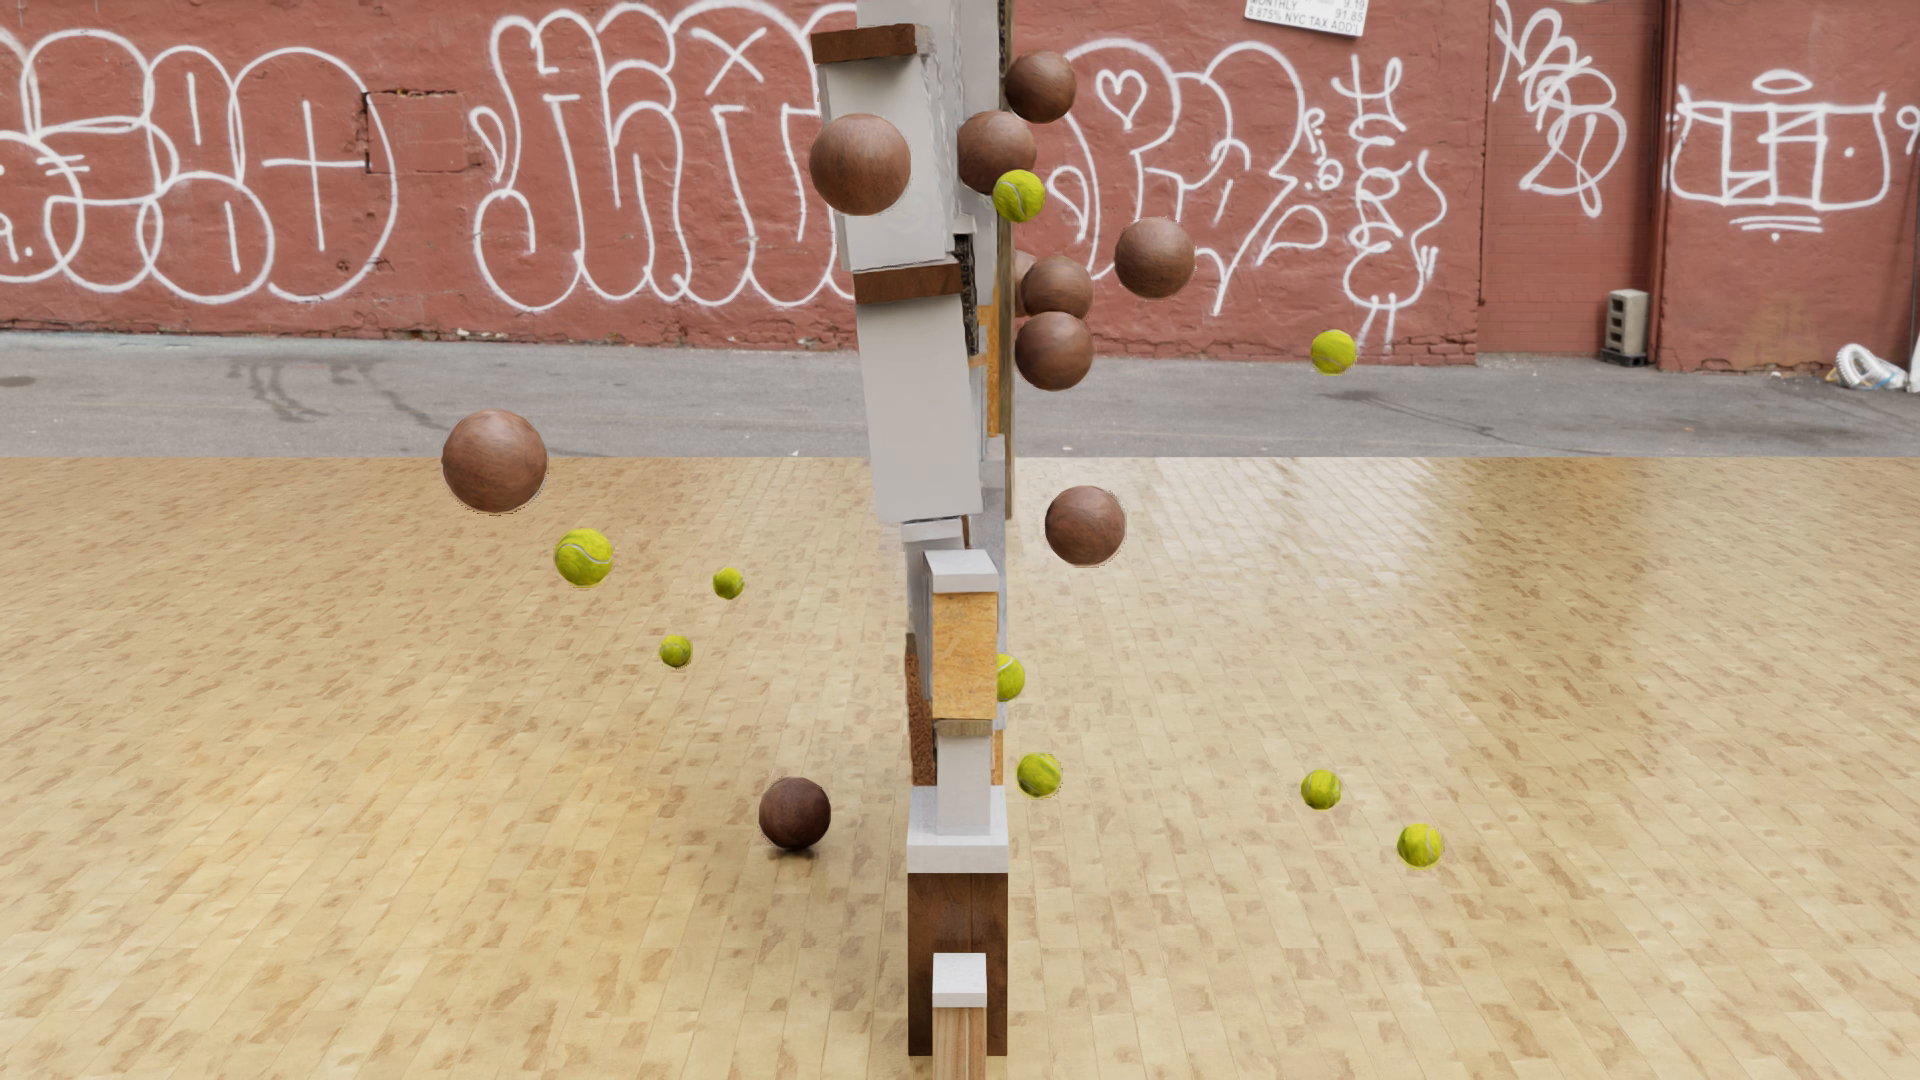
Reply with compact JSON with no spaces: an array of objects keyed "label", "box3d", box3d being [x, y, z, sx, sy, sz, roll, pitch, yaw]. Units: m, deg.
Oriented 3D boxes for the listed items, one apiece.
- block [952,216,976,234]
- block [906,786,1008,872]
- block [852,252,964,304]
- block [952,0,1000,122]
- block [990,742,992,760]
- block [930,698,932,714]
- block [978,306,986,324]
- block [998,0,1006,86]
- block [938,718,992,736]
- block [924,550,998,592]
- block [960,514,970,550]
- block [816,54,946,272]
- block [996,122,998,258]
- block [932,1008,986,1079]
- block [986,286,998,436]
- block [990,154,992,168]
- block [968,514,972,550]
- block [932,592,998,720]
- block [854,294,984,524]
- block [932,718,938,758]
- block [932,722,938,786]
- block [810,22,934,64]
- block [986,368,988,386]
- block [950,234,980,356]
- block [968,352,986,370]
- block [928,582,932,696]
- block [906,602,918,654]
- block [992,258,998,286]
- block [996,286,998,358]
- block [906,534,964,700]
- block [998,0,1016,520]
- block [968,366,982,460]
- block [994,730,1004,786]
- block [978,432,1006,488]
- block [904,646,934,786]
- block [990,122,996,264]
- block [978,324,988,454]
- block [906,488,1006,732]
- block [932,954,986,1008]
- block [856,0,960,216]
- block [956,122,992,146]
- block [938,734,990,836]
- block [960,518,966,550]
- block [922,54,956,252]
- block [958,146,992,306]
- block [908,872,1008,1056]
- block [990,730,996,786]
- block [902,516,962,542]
[{"label":"block","box3d":[-0.045,-0.481,3.372,0.094,0.027,0.188,-1,8,15]},{"label":"block","box3d":[-0.003,0.402,3.080,0.136,0.039,0.273,0,11,0]},{"label":"block","box3d":[-0.080,-0.379,3.158,0.148,0.042,0.295,-6,11,-2]},{"label":"block","box3d":[-0.010,-0.796,3.445,0.140,0.279,0.040,-1,12,2]},{"label":"block","box3d":[-0.012,0.237,3.430,0.109,0.219,0.031,-4,10,1]},{"label":"block","box3d":[-0.011,0.222,3.173,0.064,0.018,0.129,-6,11,0]},{"label":"block","box3d":[-0.010,-0.378,3.618,0.106,0.030,0.212,-1,11,0]},{"label":"block","box3d":[-0.002,-0.942,3.758,0.161,0.322,0.046,1,12,1]},{"label":"block","box3d":[0.006,0.239,3.016,0.071,0.020,0.142,0,11,-1]},{"label":"block","box3d":[0.000,0.042,3.001,0.087,0.025,0.174,-1,10,-5]},{"label":"block","box3d":[-0.026,0.035,3.271,0.087,0.175,0.025,-5,10,3]},{"label":"block","box3d":[-0.110,-0.527,3.075,0.142,0.284,0.040,-10,9,-20]},{"label":"block","box3d":[0.002,-0.634,3.916,0.131,0.263,0.037,0,10,1]},{"label":"block","box3d":[-0.001,0.667,2.872,0.070,0.139,0.020,0,11,0]},{"label":"block","box3d":[-0.001,-0.309,3.785,0.129,0.258,0.037,0,11,1]},{"label":"block","box3d":[-0.010,-0.531,3.668,0.126,0.251,0.036,-1,9,0]},{"label":"block","box3d":[-0.024,0.013,3.387,0.087,0.175,0.025,-5,10,2]},{"label":"block","box3d":[0.007,0.152,2.952,0.087,0.174,0.025,1,6,2]},{"label":"block","box3d":[-0.057,-0.185,3.075,0.148,0.308,0.042,-6,5,0]},{"label":"block","box3d":[-0.001,0.303,3.142,0.064,0.129,0.018,-6,10,1]},{"label":"block","box3d":[-0.006,0.335,3.235,0.064,0.223,0.018,-2,11,0]},{"label":"block","box3d":[-0.121,-0.704,3.126,0.142,0.040,0.284,-5,11,5]},{"label":"block","box3d":[-0.008,-0.272,3.709,0.106,0.212,0.030,-1,10,0]},{"label":"block","box3d":[-0.023,-0.382,3.438,0.094,0.188,0.027,-1,9,17]},{"label":"block","box3d":[-0.023,-0.276,3.444,0.074,0.021,0.148,1,12,25]},{"label":"block","box3d":[-0.001,0.131,3.067,0.087,0.174,0.025,0,-3,-2]},{"label":"block","box3d":[-0.023,0.129,3.336,0.109,0.031,0.219,-4,11,1]},{"label":"block","box3d":[0.001,-0.469,3.842,0.129,0.037,0.258,0,10,1]},{"label":"block","box3d":[0.005,-0.261,3.966,0.129,0.417,0.037,0,10,1]},{"label":"block","box3d":[-0.025,0.107,3.114,0.082,0.233,0.023,-6,11,-1]},{"label":"block","box3d":[0.019,-0.591,4.058,0.161,1.120,0.046,2,13,10]},{"label":"block","box3d":[-0.002,-0.201,3.510,0.074,0.149,0.021,0,12,2]},{"label":"block","box3d":[-0.002,0.375,3.953,0.159,0.319,0.045,0,10,0]},{"label":"block","box3d":[-0.006,-0.135,3.682,0.161,0.046,0.322,0,11,1]},{"label":"block","box3d":[-0.020,0.295,3.293,0.109,0.279,0.031,-4,11,-2]},{"label":"block","box3d":[-0.004,-0.604,3.746,0.131,0.263,0.037,-1,10,-1]},{"label":"block","box3d":[-0.009,-0.246,3.570,0.106,0.212,0.030,-1,10,0]},{"label":"block","box3d":[-0.005,0.109,3.615,0.161,0.409,0.046,0,10,0]},{"label":"block","box3d":[0.000,0.580,2.903,0.070,0.020,0.140,0,11,0]},{"label":"block","box3d":[-0.079,-0.696,3.291,0.139,0.424,0.040,-2,8,3]},{"label":"block","box3d":[-0.013,-0.658,3.561,0.126,0.036,0.251,-1,11,2]},{"label":"block","box3d":[0.005,0.329,2.981,0.071,0.142,0.020,0,10,0]},{"label":"block","box3d":[-0.031,0.051,3.214,0.082,0.164,0.023,-7,13,-6]},{"label":"block","box3d":[-0.092,-0.561,3.234,0.142,0.284,0.040,-6,6,2]},{"label":"block","box3d":[-0.012,-0.500,3.502,0.126,0.251,0.036,-1,9,0]},{"label":"block","box3d":[-0.003,0.572,3.019,0.136,0.273,0.039,0,11,0]},{"label":"block","box3d":[-0.006,0.350,3.536,0.121,0.034,0.243,0,11,0]},{"label":"block","box3d":[-0.042,-0.029,3.140,0.082,0.023,0.164,-6,12,-1]}]
